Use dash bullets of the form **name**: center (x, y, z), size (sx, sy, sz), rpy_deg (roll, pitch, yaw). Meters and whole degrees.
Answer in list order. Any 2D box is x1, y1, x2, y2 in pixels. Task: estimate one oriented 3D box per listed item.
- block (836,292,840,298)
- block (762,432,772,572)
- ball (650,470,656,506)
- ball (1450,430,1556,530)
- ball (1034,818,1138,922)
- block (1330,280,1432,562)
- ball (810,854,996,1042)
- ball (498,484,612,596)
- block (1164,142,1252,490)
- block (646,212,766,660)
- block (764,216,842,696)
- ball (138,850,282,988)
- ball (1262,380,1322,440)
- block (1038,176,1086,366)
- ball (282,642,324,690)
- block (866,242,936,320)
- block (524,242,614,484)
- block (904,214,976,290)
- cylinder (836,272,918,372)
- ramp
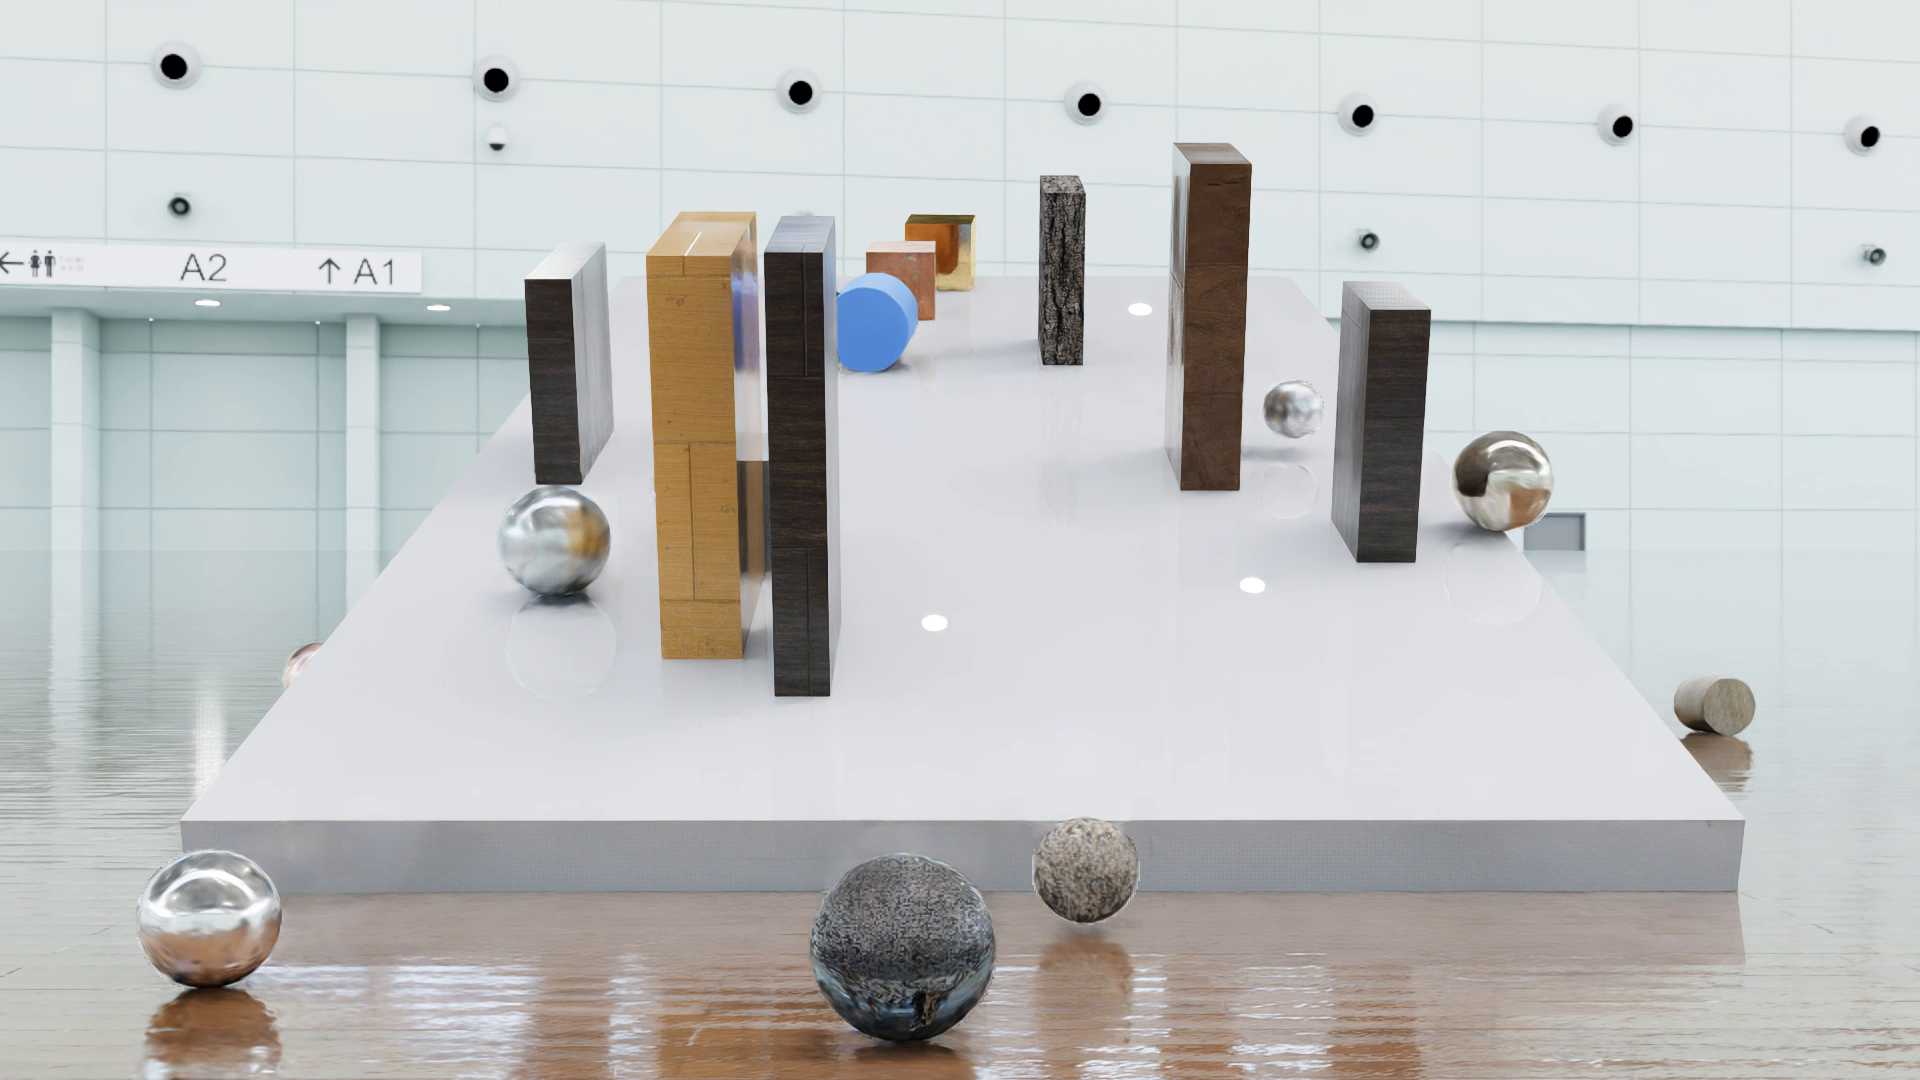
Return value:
- **block**: center (-0.383, -0.539, 5.563), size (0.146, 0.146, 0.146), rpy_deg (2, 17, 5)
- **block**: center (-0.344, -0.069, 3.906), size (0.199, 0.199, 0.199), rpy_deg (0, 17, -1)
- **ball**: center (-0.487, -0.099, 4.071), size (0.162, 0.162, 0.162), rpy_deg (0, 0, 0)
- **ball**: center (0.996, -0.110, 4.071), size (0.186, 0.186, 0.186), rpy_deg (0, 0, 0)
- **ball**: center (0.146, 0.385, 2.586), size (0.122, 0.122, 0.122), rpy_deg (0, 0, 0)
- **block**: center (0.748, -0.216, 3.962), size (0.104, 0.450, 0.277), rpy_deg (0, 17, 0)
- **ball**: center (-0.051, 0.368, 2.006), size (0.168, 0.168, 0.168), rpy_deg (0, 0, 0)
- **ball**: center (-0.675, 0.001, 3.694), size (0.186, 0.186, 0.186), rpy_deg (0, 0, 0)
- **block**: center (0.490, -0.452, 4.424), size (0.116, 0.636, 0.350), rpy_deg (0, 17, 0)
- **block**: center (-0.398, -0.179, 3.535), size (0.124, 0.624, 0.443), rpy_deg (0, 17, 0)
- **block**: center (-0.232, -0.133, 3.327), size (0.082, 0.656, 0.344), rpy_deg (0, 17, 0)
- **ball**: center (-0.759, 0.383, 2.244), size (0.139, 0.139, 0.139), rpy_deg (0, 0, 0)
- **ball**: center (0.692, -0.272, 4.623), size (0.124, 0.124, 0.124), rpy_deg (0, 0, 0)
- **block**: center (0.253, -0.680, 5.552), size (0.099, 0.423, 0.329), rpy_deg (0, 17, 0)
- **ball**: center (-1.712, 0.365, 5.925), size (0.187, 0.187, 0.187), rpy_deg (0, 0, 0)
- **block**: center (-0.161, -0.711, 6.066), size (0.185, 0.185, 0.185), rpy_deg (0, 17, 0)
- **block**: center (-0.795, -0.371, 4.543), size (0.091, 0.410, 0.445), rpy_deg (0, 17, 0)
- **block**: center (-0.057, -0.844, 6.500), size (0.192, 0.192, 0.192), rpy_deg (1, 17, 4)
- **cylinder**: center (-0.216, -0.536, 5.446), size (0.208, 0.208, 0.208), rpy_deg (0, 17, 6)
- **ramp**: center (-0.003, -0.170, 4.762), size (2.000, 0.100, 4.000), rpy_deg (0, 17, 0)
